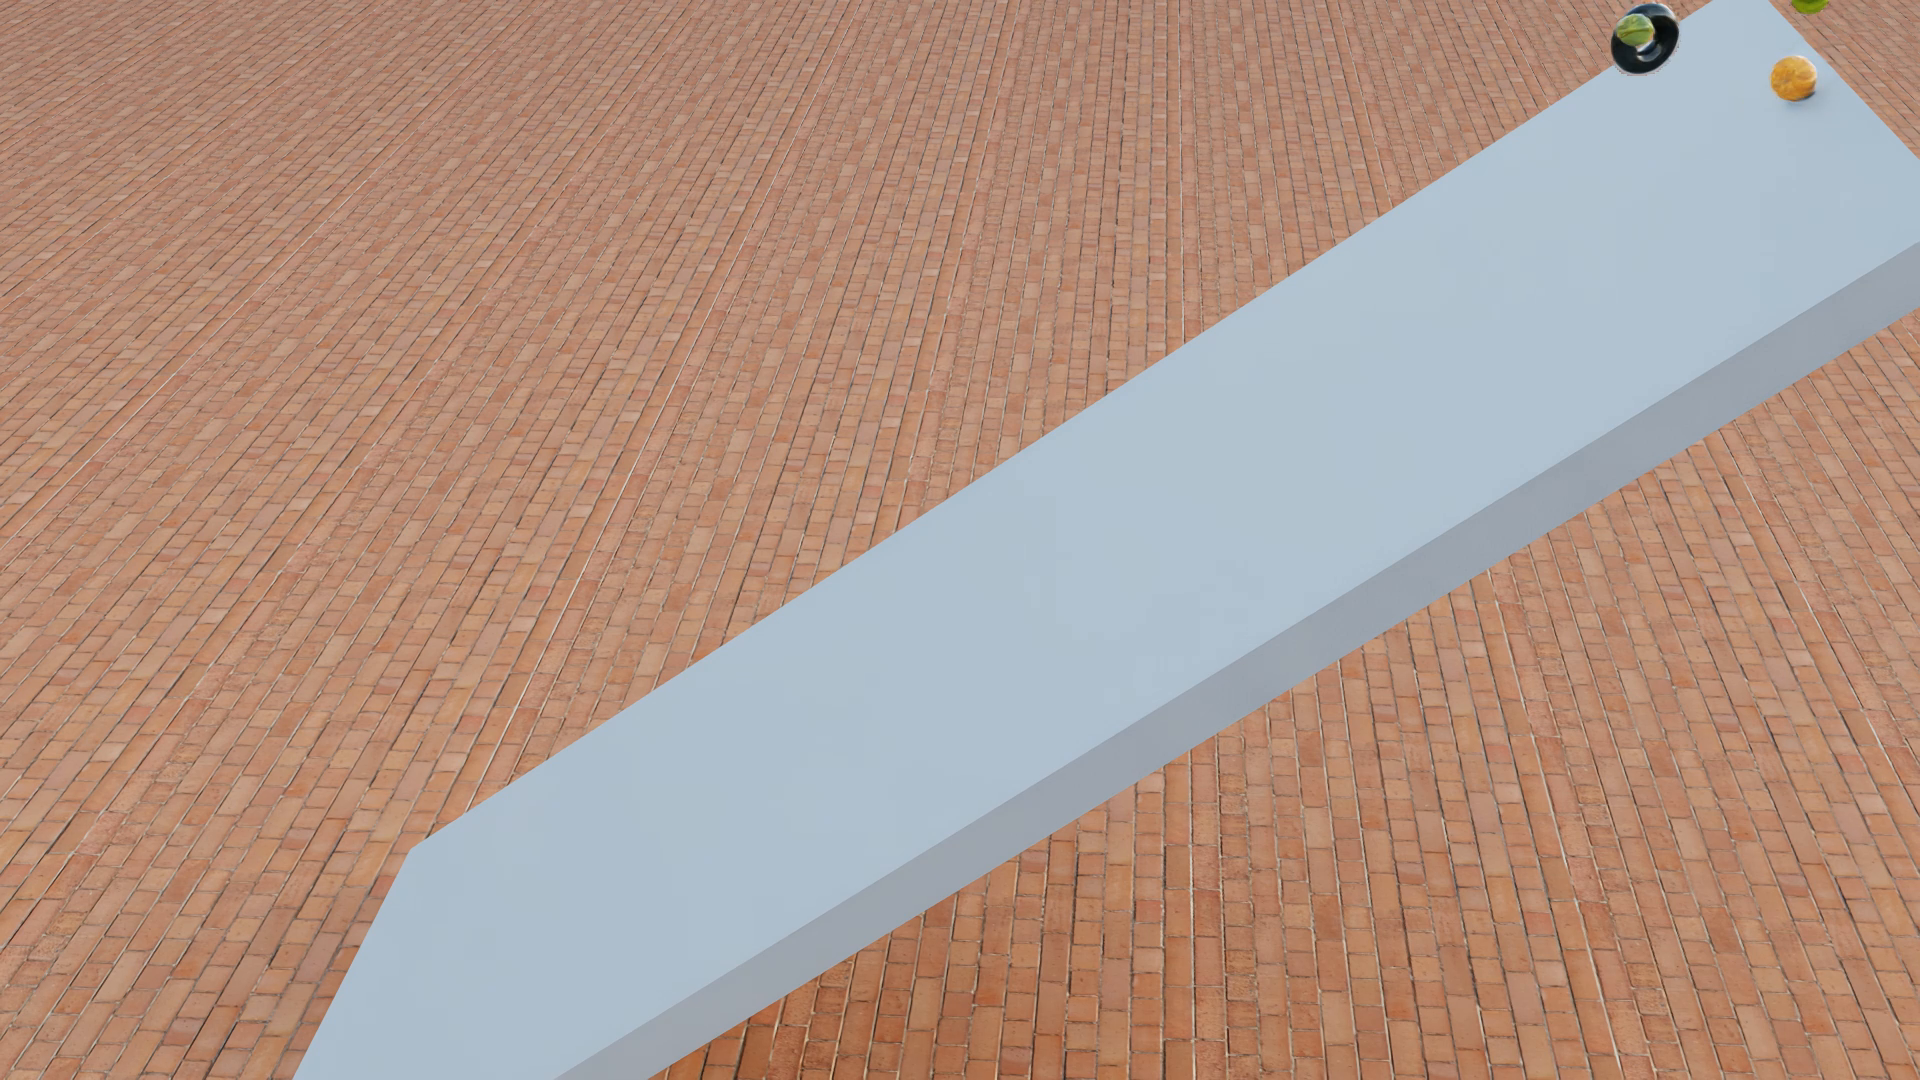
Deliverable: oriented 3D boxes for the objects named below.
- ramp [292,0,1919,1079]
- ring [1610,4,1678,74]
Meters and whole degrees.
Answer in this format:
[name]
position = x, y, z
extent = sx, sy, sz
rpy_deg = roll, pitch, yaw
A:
[ramp]
position = 0.134, 0.175, 6.310
extent = 4.000, 0.100, 2.000
rpy_deg = -33, 16, 15
[ring]
position = 1.369, -1.002, 5.878
extent = 0.149, 0.149, 0.050
rpy_deg = -8, 34, -20
